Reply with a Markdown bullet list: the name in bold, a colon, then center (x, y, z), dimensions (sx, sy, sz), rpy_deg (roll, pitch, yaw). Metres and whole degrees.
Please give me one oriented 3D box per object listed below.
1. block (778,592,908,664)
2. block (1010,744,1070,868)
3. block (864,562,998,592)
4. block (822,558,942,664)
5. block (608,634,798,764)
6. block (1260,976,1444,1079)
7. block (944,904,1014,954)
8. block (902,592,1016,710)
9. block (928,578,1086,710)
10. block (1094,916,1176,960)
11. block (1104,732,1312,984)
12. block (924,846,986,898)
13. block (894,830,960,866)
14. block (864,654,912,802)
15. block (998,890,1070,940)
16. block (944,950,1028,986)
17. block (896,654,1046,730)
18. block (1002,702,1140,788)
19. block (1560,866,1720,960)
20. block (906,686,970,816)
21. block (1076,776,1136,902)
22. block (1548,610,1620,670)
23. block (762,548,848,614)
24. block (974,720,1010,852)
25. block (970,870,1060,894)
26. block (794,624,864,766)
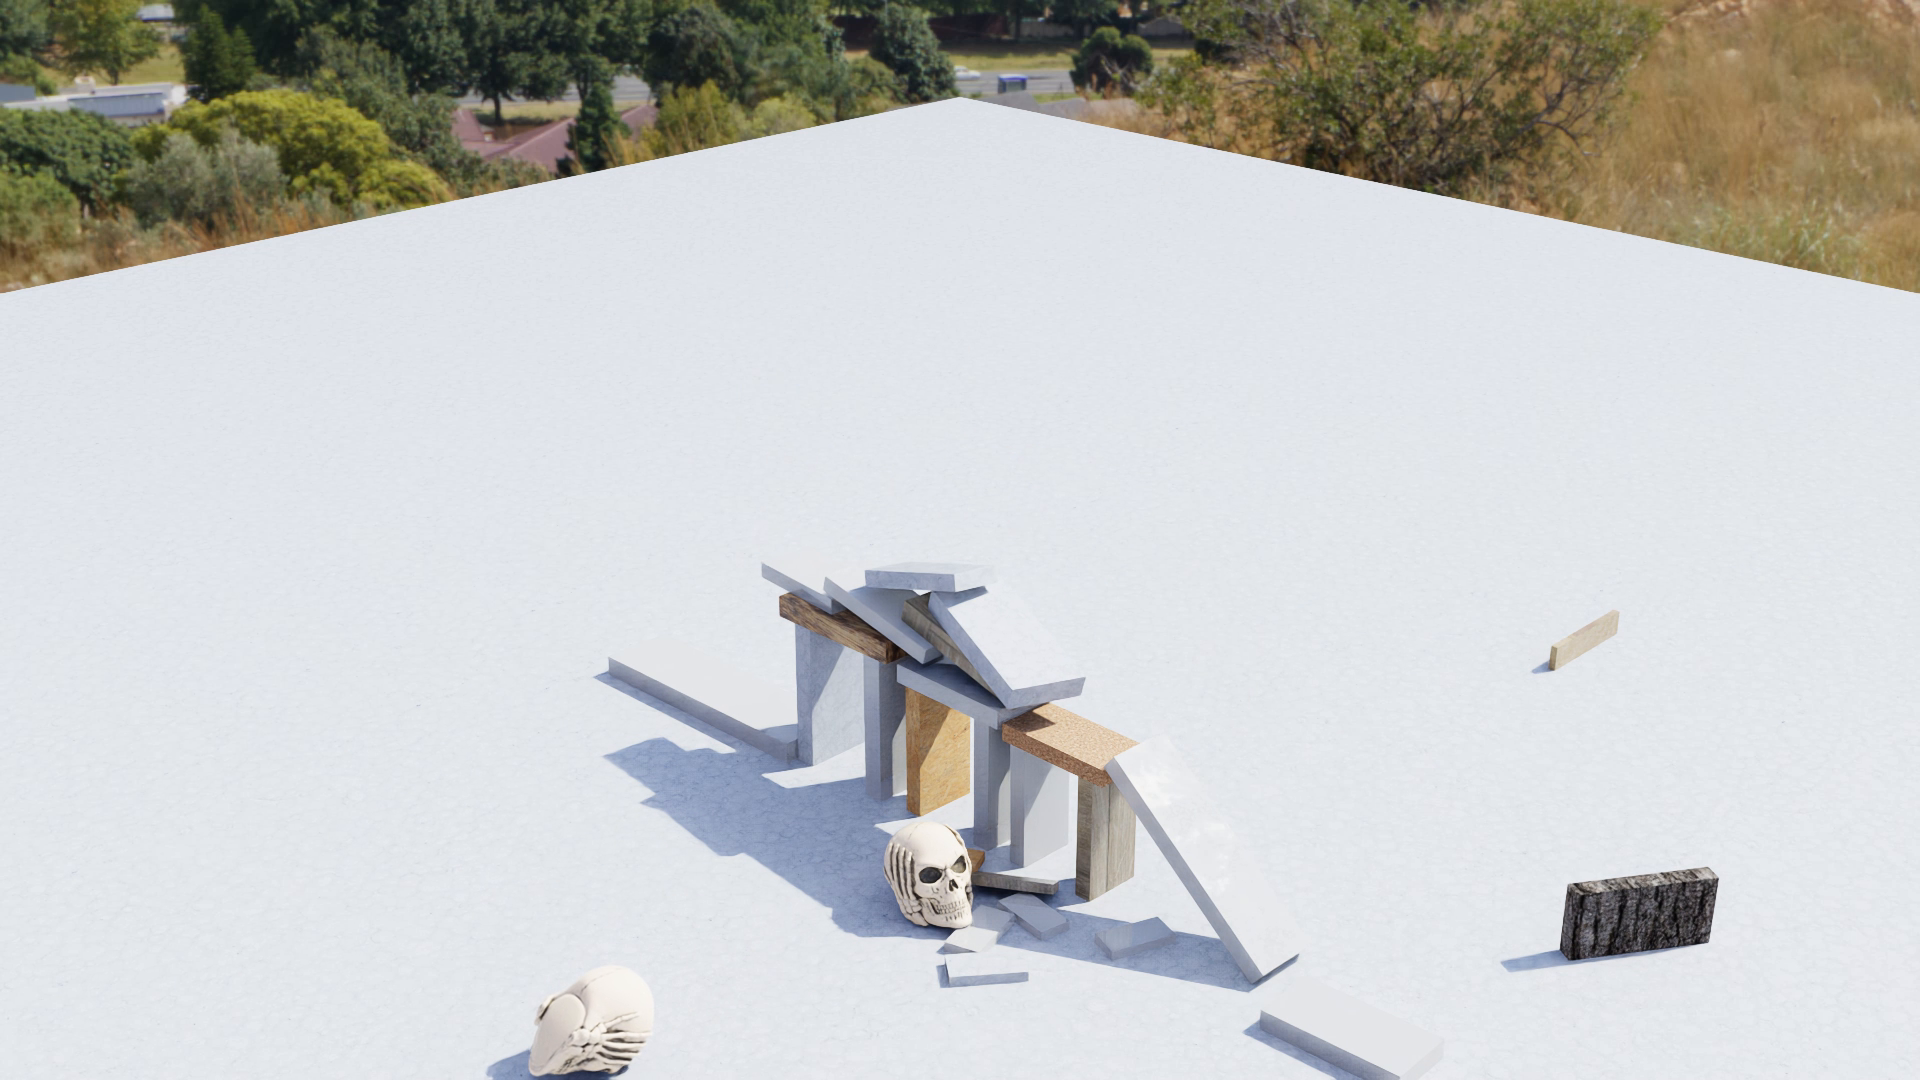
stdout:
- **block**: center (-0.204, 0.159, 4.504), dimensions (0.321, 0.046, 0.161), rpy_deg (21, 31, 40)
- **block**: center (0.155, 0.495, 4.266), dimensions (0.128, 0.257, 0.036), rpy_deg (-21, 30, -41)
- **block**: center (-0.059, 0.072, 4.359), dimensions (0.245, 0.035, 0.122), rpy_deg (2, 9, 43)
- **block**: center (-0.130, 0.140, 4.410), dimensions (0.290, 0.035, 0.122), rpy_deg (35, 39, 31)
- **block**: center (-0.528, 0.346, 4.887), dimensions (0.606, 0.046, 0.163), rpy_deg (21, 30, 40)
- **block**: center (0.664, 0.839, 3.734), dimensions (0.277, 0.039, 0.139), rpy_deg (20, 30, 38)
- **block**: center (0.036, 0.721, 4.037), dimensions (0.071, 0.020, 0.142), rpy_deg (12, 26, 26)
- **block**: center (0.055, 0.201, 4.305), dimensions (0.163, 0.046, 0.327), rpy_deg (-19, 44, -40)
- **block**: center (0.087, 0.196, 4.238), dimensions (0.163, 0.046, 0.327), rpy_deg (-8, 38, -29)
- **block**: center (0.320, 0.728, 4.021), dimensions (0.132, 0.019, 0.066), rpy_deg (-11, 25, -23)
- **block**: center (0.448, 0.572, 3.994), dimensions (0.139, 0.039, 0.468), rpy_deg (-21, 70, -40)
- **block**: center (-0.009, 0.637, 4.234), dimensions (0.071, 0.020, 0.142), rpy_deg (8, 24, 18)
- **block**: center (-0.066, 0.604, 4.317), dimensions (0.117, 0.017, 0.059), rpy_deg (-16, 27, -32)
- **block**: center (-0.121, 0.359, 4.502), dimensions (0.161, 0.321, 0.046), rpy_deg (-21, 31, -41)
- **block**: center (0.137, 0.698, 4.092), dimensions (0.066, 0.019, 0.132), rpy_deg (-16, 28, -33)
- **block**: center (0.047, 0.765, 3.932), dimensions (0.142, 0.020, 0.071), rpy_deg (-3, 23, -6)
- **block**: center (0.024, 0.285, 4.318), dimensions (0.141, 0.040, 0.282), rpy_deg (-21, 31, -40)
- **block**: center (0.217, 0.384, 4.151), dimensions (0.128, 0.036, 0.256), rpy_deg (-21, 31, -40)
- **block**: center (1.231, 0.677, 3.987), dimensions (0.277, 0.139, 0.039), rpy_deg (-5, 23, -11)
- **block**: center (-0.043, 0.405, 4.445), dimensions (0.141, 0.282, 0.040), rpy_deg (-21, 31, -40)
- **block**: center (0.277, 0.543, 4.153), dimensions (0.128, 0.256, 0.036), rpy_deg (-21, 31, -41)
- **block**: center (1.459, 0.233, 5.137), dimensions (0.017, 0.059, 0.279), rpy_deg (21, 31, 41)
- **block**: center (-0.293, 0.084, 4.580), dimensions (0.122, 0.035, 0.245), rpy_deg (-18, 29, -36)
- **block**: center (0.091, 0.457, 4.323), dimensions (0.040, 0.282, 0.141), rpy_deg (21, 31, 41)
- **block**: center (0.103, 0.650, 4.171), dimensions (0.161, 0.019, 0.066), rpy_deg (5, -2, 12)
- **block**: center (-0.270, 0.301, 4.640), dimensions (0.046, 0.321, 0.161), rpy_deg (21, 31, 39)
